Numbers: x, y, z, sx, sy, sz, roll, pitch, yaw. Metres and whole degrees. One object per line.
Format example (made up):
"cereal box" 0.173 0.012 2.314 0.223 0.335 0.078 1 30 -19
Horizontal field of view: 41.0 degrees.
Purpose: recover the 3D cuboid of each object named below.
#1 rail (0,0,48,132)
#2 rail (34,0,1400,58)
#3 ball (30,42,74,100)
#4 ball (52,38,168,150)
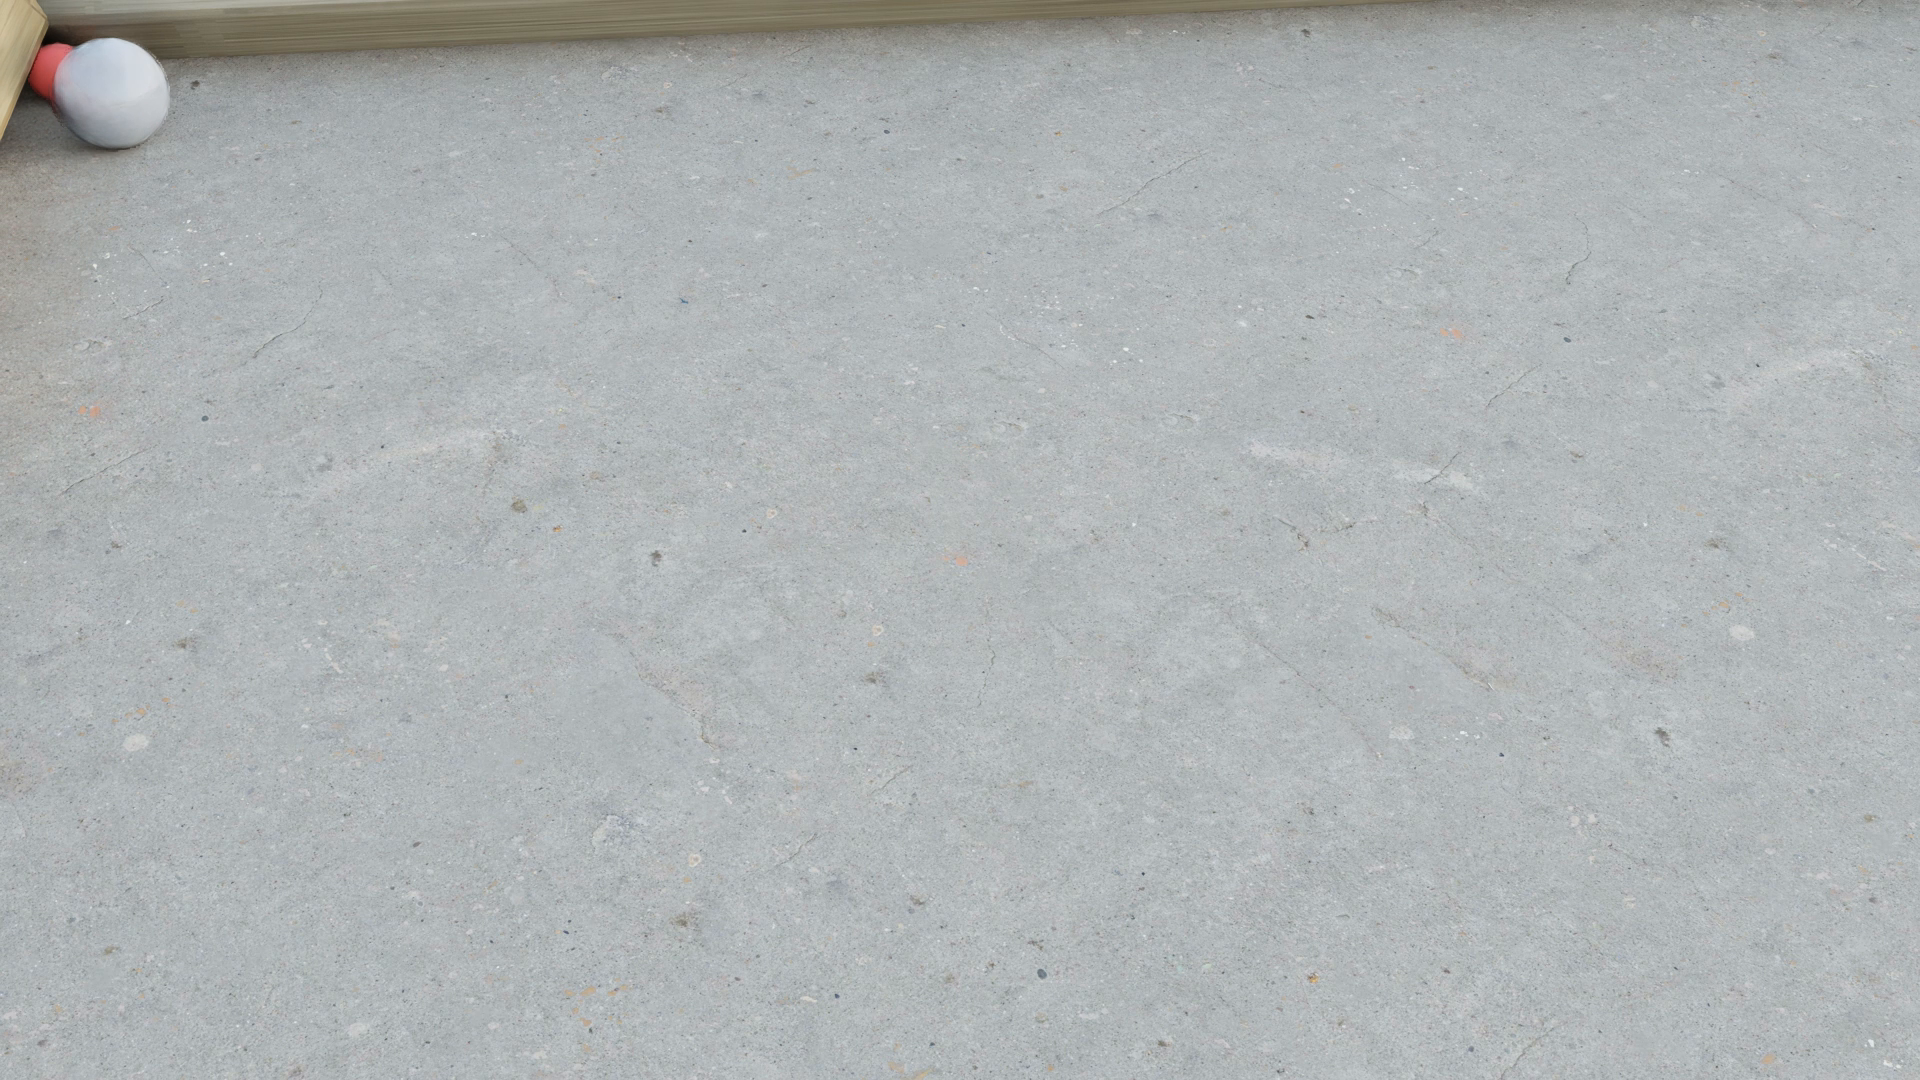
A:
"rail" -0.729 0.023 1.579 0.045 0.120 1.712 -4 36 -5
"rail" 0.663 -0.557 2.378 3.027 0.120 0.045 -4 36 -5
"ball" -0.783 -0.407 2.232 0.050 0.050 0.050 0 36 0
"ball" -0.712 -0.374 2.151 0.092 0.092 0.092 0 36 0
